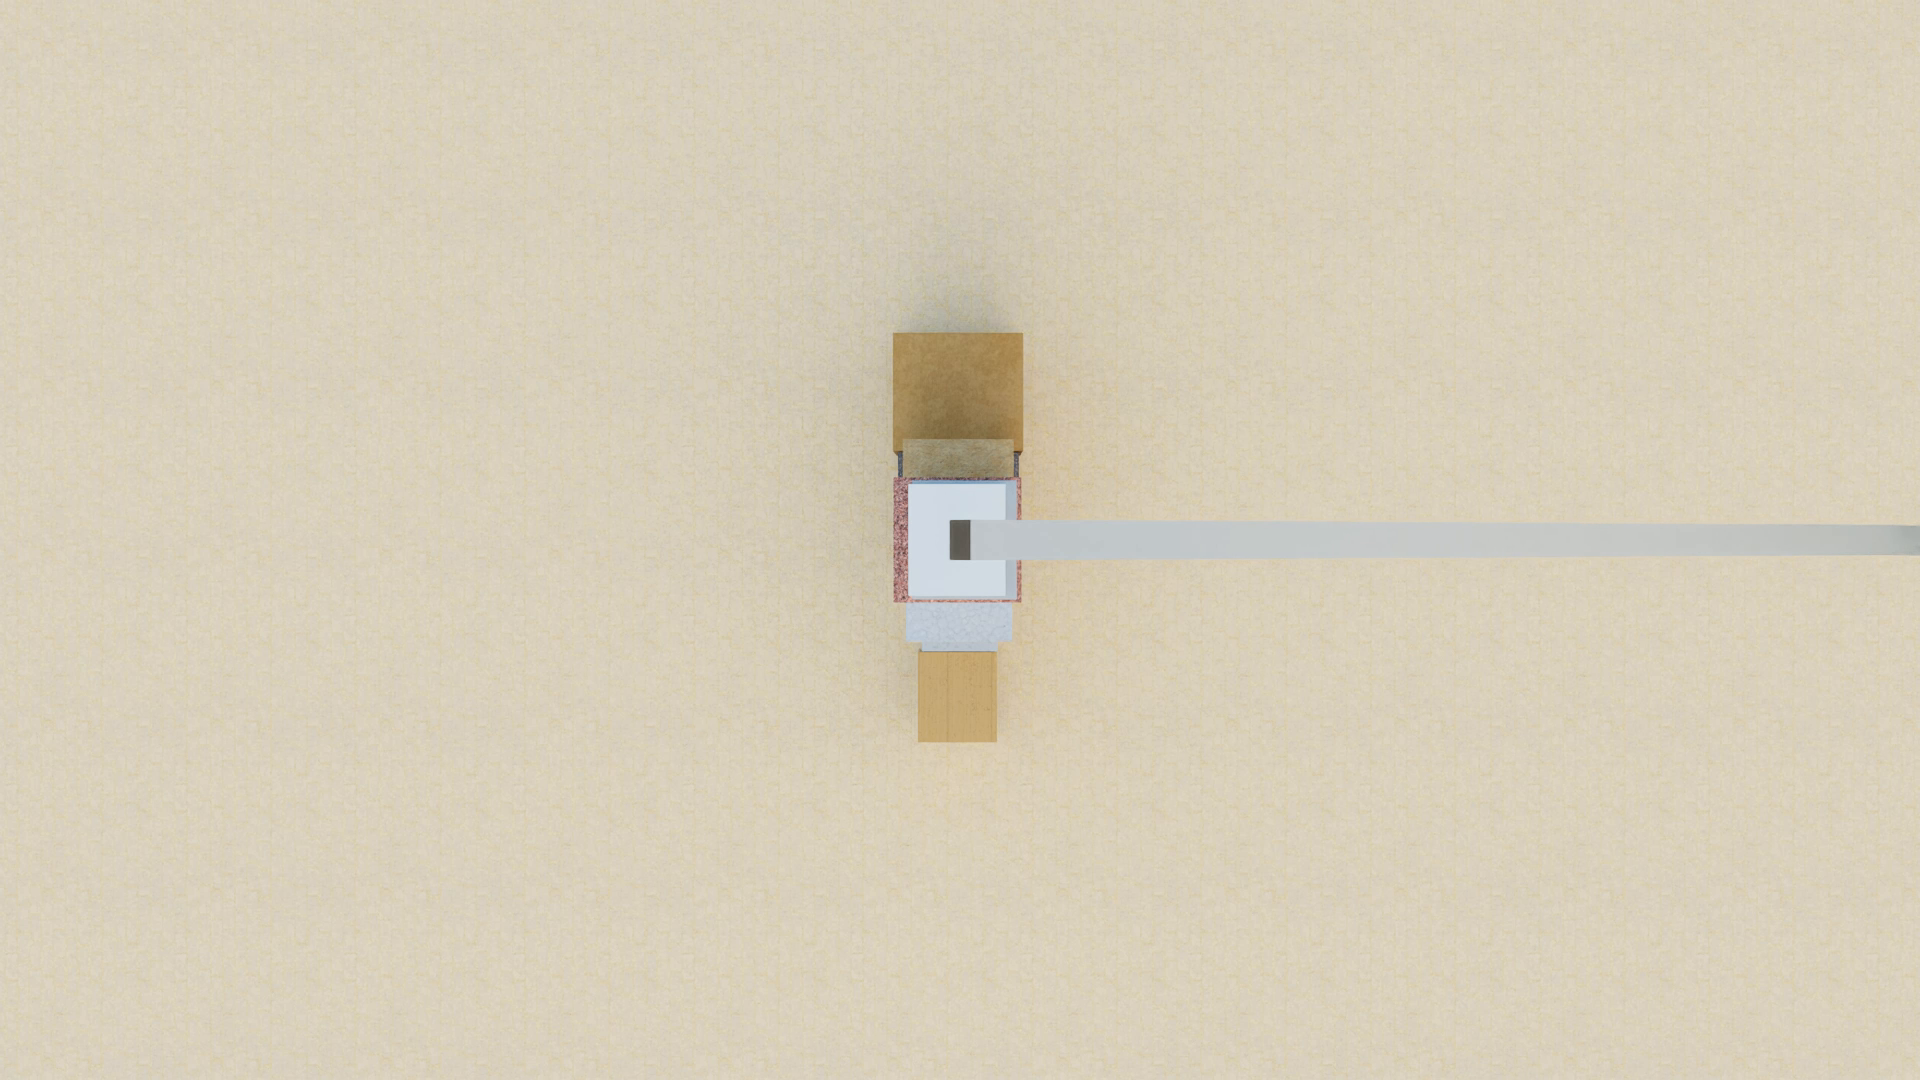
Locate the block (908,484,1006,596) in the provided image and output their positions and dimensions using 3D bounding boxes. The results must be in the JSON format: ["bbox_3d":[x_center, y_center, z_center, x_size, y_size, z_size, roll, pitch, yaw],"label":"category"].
[{"bbox_3d":[-0.012,0.000,8.785,0.378,0.423,0.435,0,90,0],"label":"block"}]

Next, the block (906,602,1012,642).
[{"bbox_3d":[-0.005,0.263,12.003,0.566,0.575,0.555,0,90,0],"label":"block"}]

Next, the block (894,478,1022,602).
[{"bbox_3d":[-0.011,0.000,9.727,0.547,0.644,0.536,0,90,0],"label":"block"}]

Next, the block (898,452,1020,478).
[{"bbox_3d":[-0.008,-0.187,12.645,0.677,0.710,0.602,0,90,0],"label":"block"}]

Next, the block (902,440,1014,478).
[{"bbox_3d":[-0.009,-0.283,12.035,0.593,0.510,0.516,0,90,0],"label":"block"}]

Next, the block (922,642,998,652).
[{"bbox_3d":[-0.001,0.378,12.754,0.430,0.491,0.508,0,90,0],"label":"block"}]

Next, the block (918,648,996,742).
[{"bbox_3d":[-0.015,0.901,12.794,0.451,0.411,0.516,0,90,0],"label":"block"}]

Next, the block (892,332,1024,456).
[{"bbox_3d":[-0.011,-0.828,12.649,0.730,0.702,0.661,0,90,0],"label":"block"}]

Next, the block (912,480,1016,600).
[{"bbox_3d":[0.018,0.000,9.201,0.427,0.409,0.486,0,90,0],"label":"block"}]

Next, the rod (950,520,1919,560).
[{"bbox_3d":[2.212,0.000,5.711,5.200,0.080,0.080,0,90,-32],"label":"rod"}]
